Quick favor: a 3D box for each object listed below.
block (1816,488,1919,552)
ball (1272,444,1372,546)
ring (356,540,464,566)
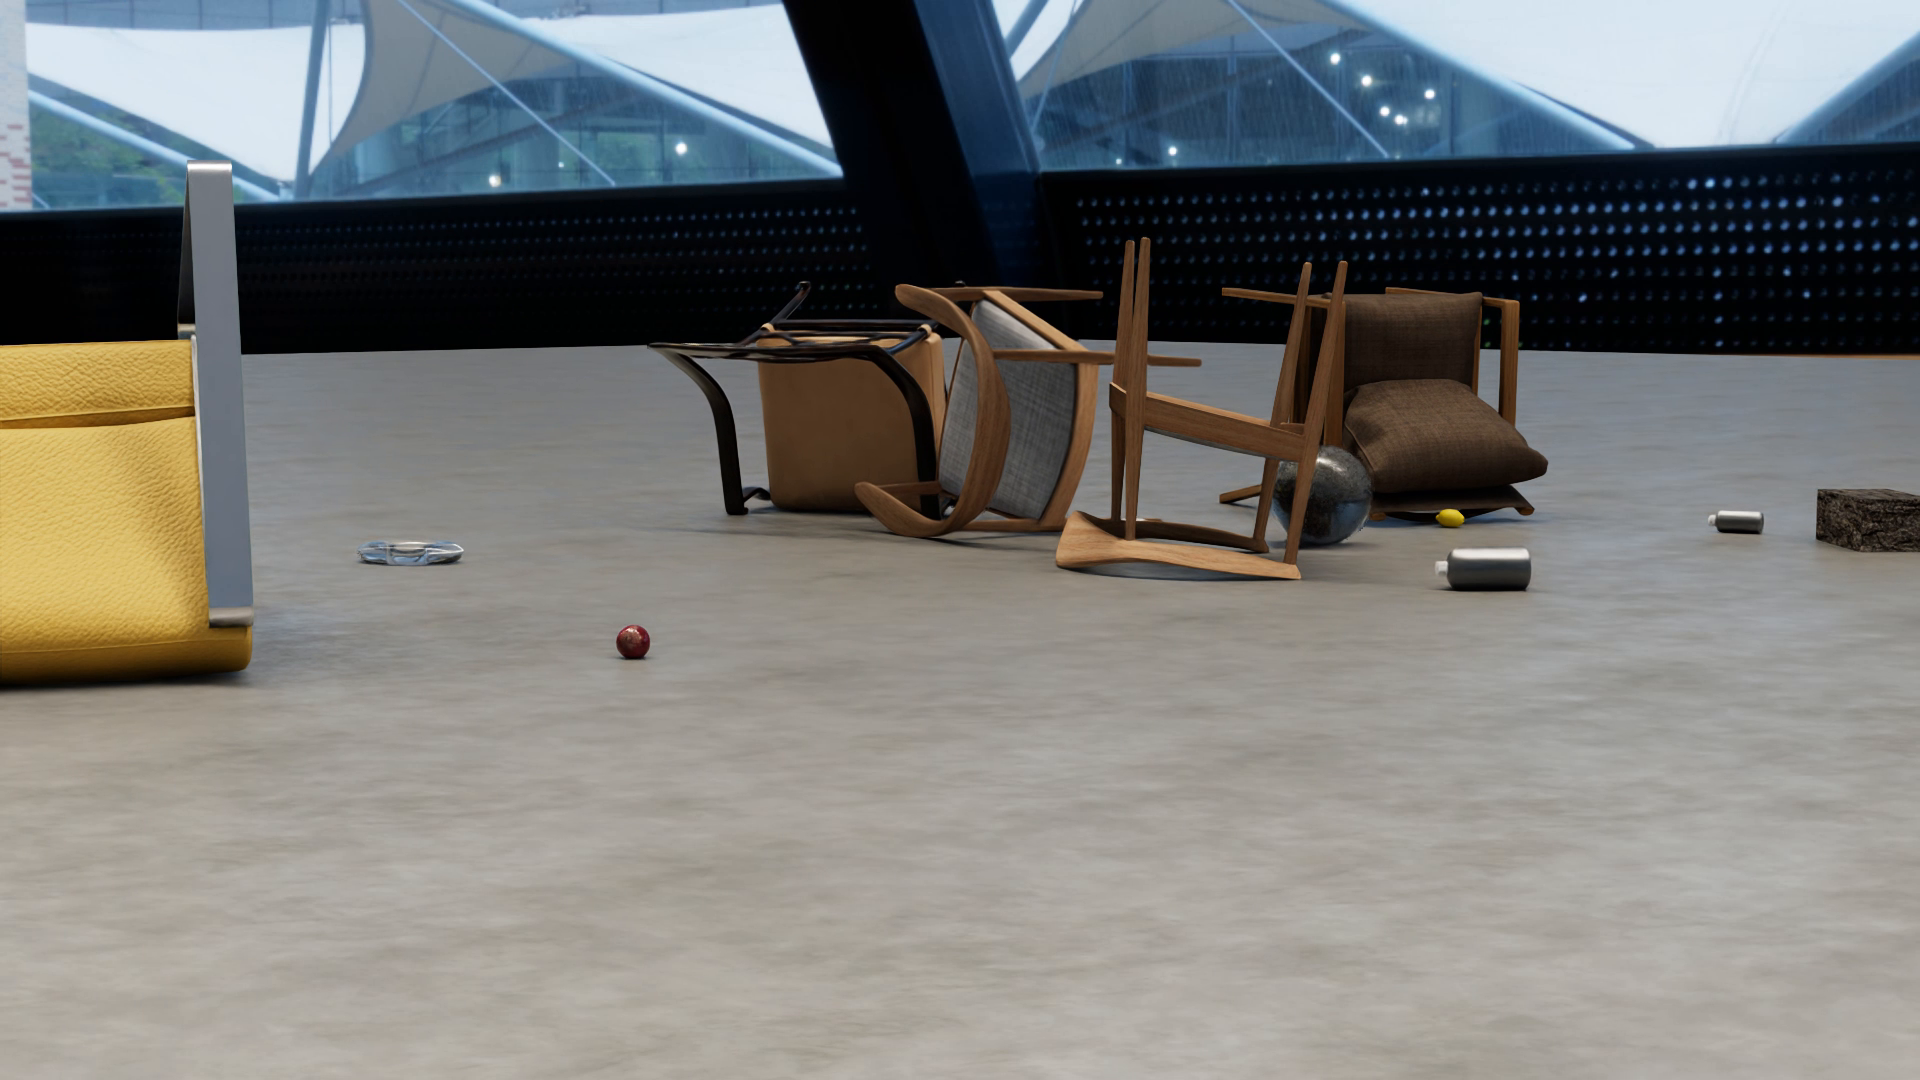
[{"bbox_3d":[2.236,-0.049,6.273,0.177,0.127,0.298,0,6,-2],"label":"block"},{"bbox_3d":[0.886,-0.110,6.279,0.246,0.246,0.246,0,6,0],"label":"ball"},{"bbox_3d":[-1.266,0.029,5.907,0.257,0.048,0.152,1,7,12],"label":"ring"}]
